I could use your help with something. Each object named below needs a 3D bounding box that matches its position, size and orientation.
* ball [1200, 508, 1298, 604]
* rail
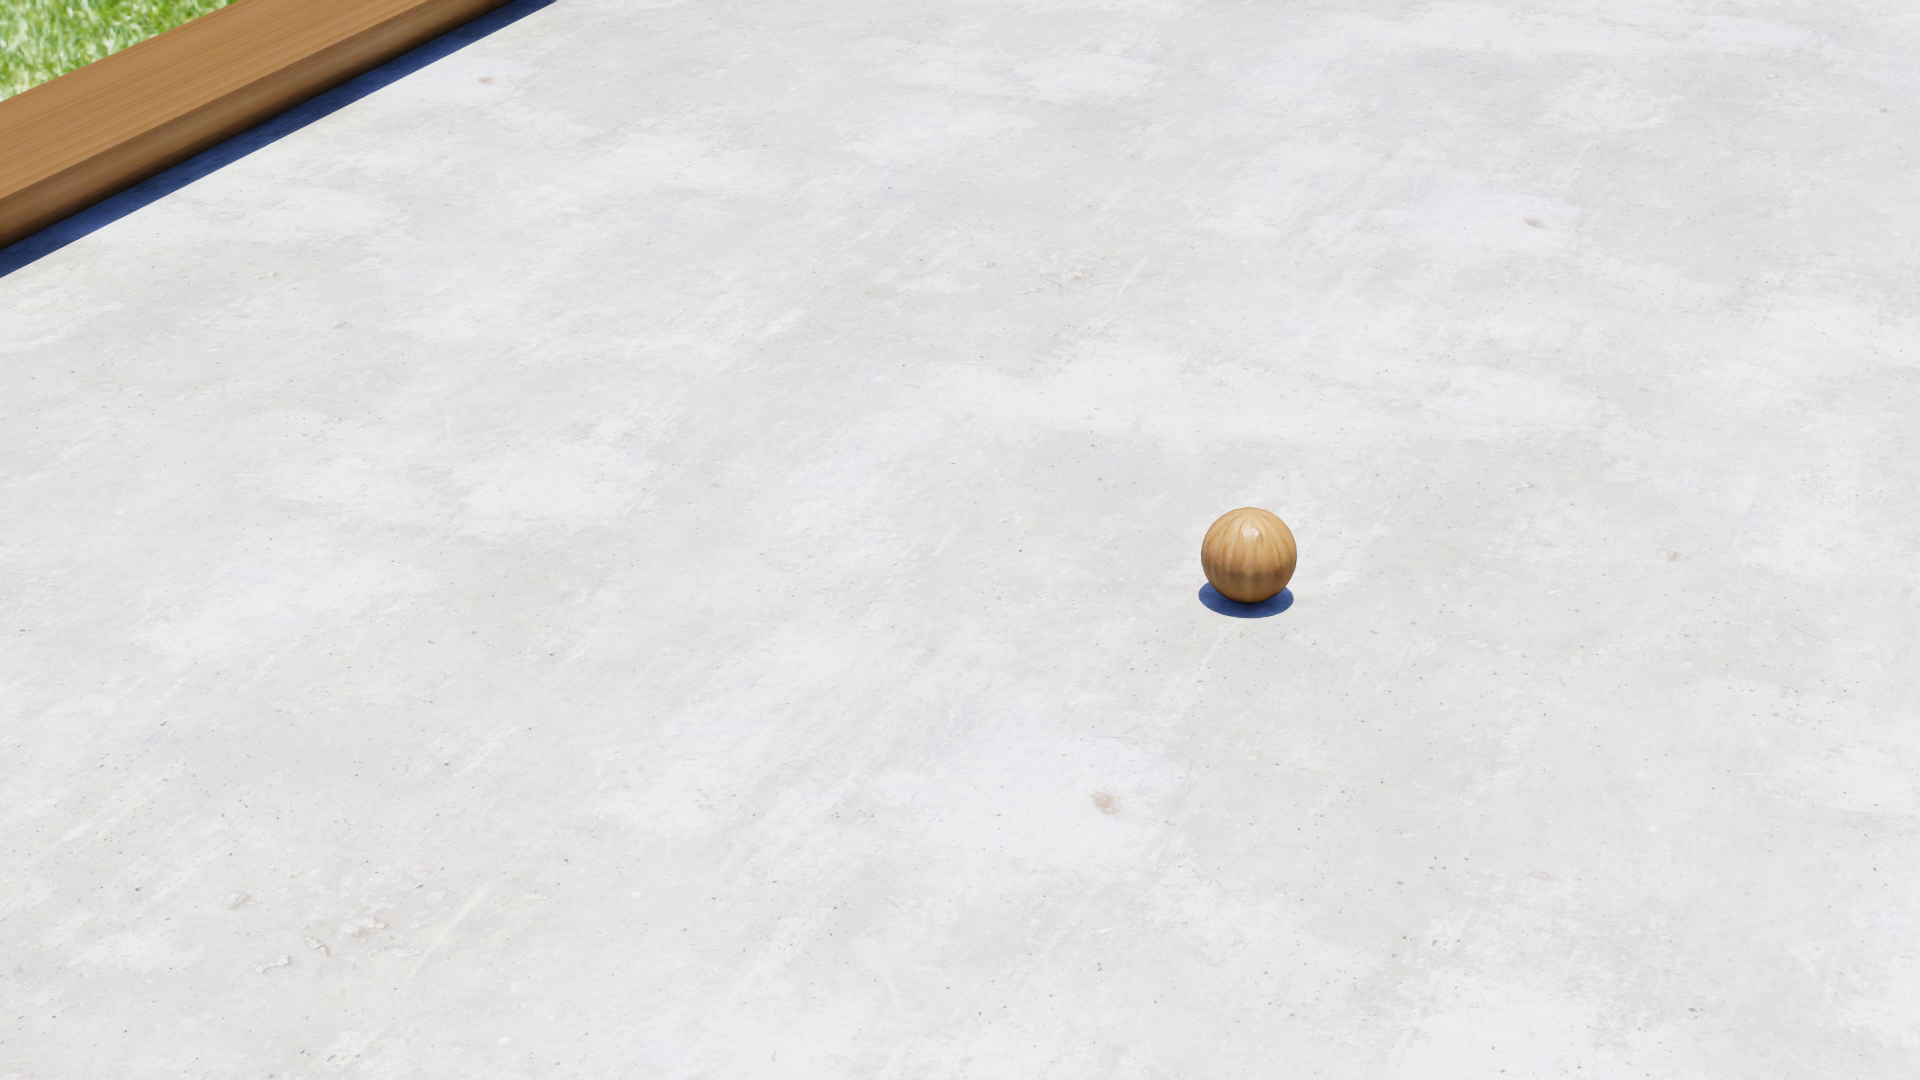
[{"bbox_3d":[0.177,0.009,1.800,0.059,0.059,0.059,0,26,0],"label":"ball"},{"bbox_3d":[-0.527,-0.511,2.800,0.045,0.115,3.288,11,28,21],"label":"rail"}]
